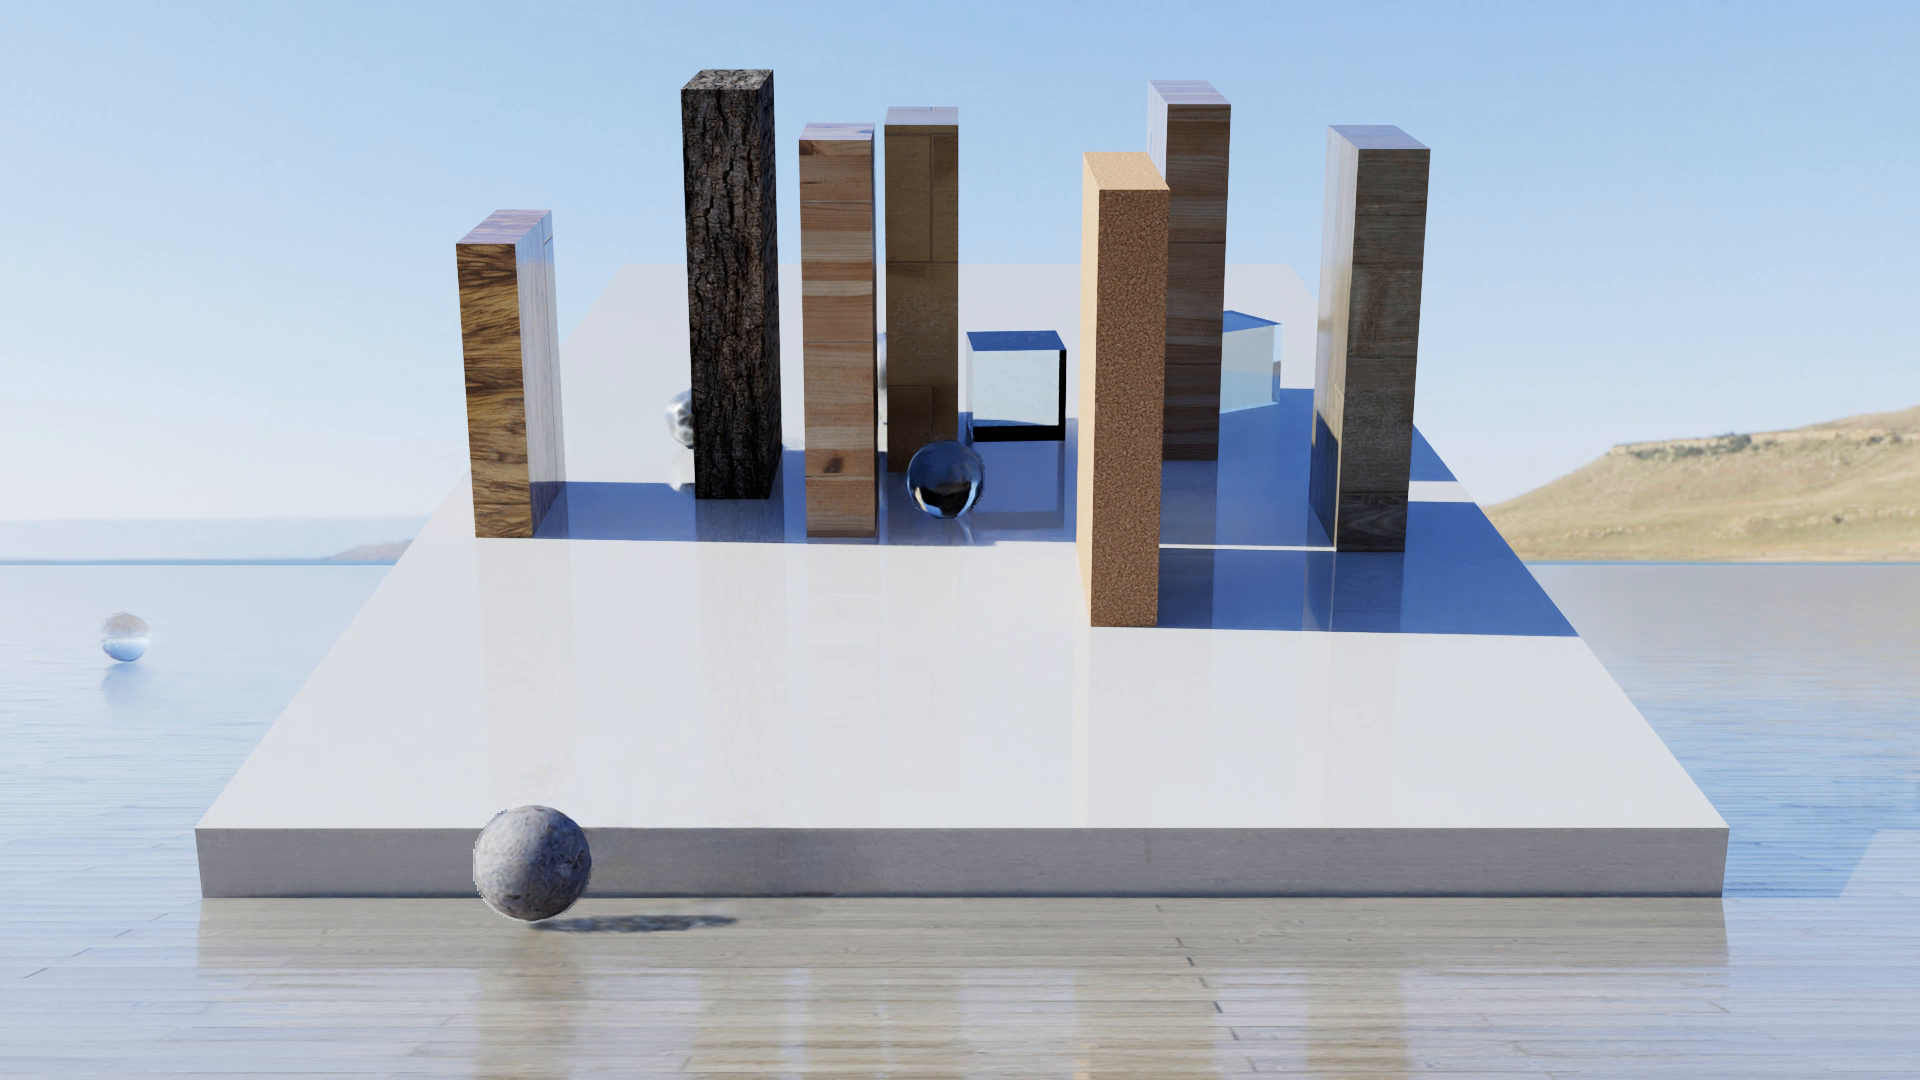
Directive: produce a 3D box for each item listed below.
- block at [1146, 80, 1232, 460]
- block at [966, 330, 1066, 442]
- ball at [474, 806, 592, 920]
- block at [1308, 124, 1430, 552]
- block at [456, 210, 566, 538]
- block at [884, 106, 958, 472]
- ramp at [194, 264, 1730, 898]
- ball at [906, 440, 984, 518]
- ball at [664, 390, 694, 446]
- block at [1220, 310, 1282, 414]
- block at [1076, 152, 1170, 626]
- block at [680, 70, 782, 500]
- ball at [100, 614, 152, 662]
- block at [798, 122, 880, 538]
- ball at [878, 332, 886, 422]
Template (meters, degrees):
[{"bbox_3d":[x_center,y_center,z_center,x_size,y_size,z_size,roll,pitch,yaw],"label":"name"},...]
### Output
[{"bbox_3d":[0.470,-0.579,4.715,0.126,0.728,0.448,0,18,0],"label":"block"},{"bbox_3d":[0.119,-0.334,4.819,0.197,0.197,0.197,-1,18,-4],"label":"block"},{"bbox_3d":[-0.518,0.392,2.708,0.139,0.139,0.139,0,0,0],"label":"ball"},{"bbox_3d":[0.740,-0.372,4.071,0.123,0.723,0.329,0,18,0],"label":"block"},{"bbox_3d":[-0.839,-0.320,4.197,0.105,0.544,0.376,0,18,0],"label":"block"},{"bbox_3d":[-0.076,-0.516,4.563,0.144,0.698,0.304,0,18,0],"label":"block"},{"bbox_3d":[-0.003,-0.181,4.827,2.000,0.100,4.000,0,18,0],"label":"ramp"},{"bbox_3d":[-0.028,-0.116,4.212,0.147,0.147,0.147,0,0,0],"label":"ball"},{"bbox_3d":[-0.564,-0.258,4.704,0.119,0.119,0.119,0,0,0],"label":"ball"},{"bbox_3d":[0.599,-0.407,5.072,0.184,0.184,0.184,-11,21,-31],"label":"block"},{"bbox_3d":[0.267,-0.263,3.739,0.109,0.714,0.427,0,18,0],"label":"block"},{"bbox_3d":[-0.444,-0.510,4.395,0.143,0.786,0.368,0,18,0],"label":"block"},{"bbox_3d":[-3.592,0.422,9.604,0.208,0.208,0.208,0,0,0],"label":"ball"},{"bbox_3d":[-0.219,-0.389,4.114,0.125,0.726,0.251,0,18,0],"label":"block"},{"bbox_3d":[-0.139,-0.357,4.879,0.204,0.204,0.204,0,0,0],"label":"ball"}]
